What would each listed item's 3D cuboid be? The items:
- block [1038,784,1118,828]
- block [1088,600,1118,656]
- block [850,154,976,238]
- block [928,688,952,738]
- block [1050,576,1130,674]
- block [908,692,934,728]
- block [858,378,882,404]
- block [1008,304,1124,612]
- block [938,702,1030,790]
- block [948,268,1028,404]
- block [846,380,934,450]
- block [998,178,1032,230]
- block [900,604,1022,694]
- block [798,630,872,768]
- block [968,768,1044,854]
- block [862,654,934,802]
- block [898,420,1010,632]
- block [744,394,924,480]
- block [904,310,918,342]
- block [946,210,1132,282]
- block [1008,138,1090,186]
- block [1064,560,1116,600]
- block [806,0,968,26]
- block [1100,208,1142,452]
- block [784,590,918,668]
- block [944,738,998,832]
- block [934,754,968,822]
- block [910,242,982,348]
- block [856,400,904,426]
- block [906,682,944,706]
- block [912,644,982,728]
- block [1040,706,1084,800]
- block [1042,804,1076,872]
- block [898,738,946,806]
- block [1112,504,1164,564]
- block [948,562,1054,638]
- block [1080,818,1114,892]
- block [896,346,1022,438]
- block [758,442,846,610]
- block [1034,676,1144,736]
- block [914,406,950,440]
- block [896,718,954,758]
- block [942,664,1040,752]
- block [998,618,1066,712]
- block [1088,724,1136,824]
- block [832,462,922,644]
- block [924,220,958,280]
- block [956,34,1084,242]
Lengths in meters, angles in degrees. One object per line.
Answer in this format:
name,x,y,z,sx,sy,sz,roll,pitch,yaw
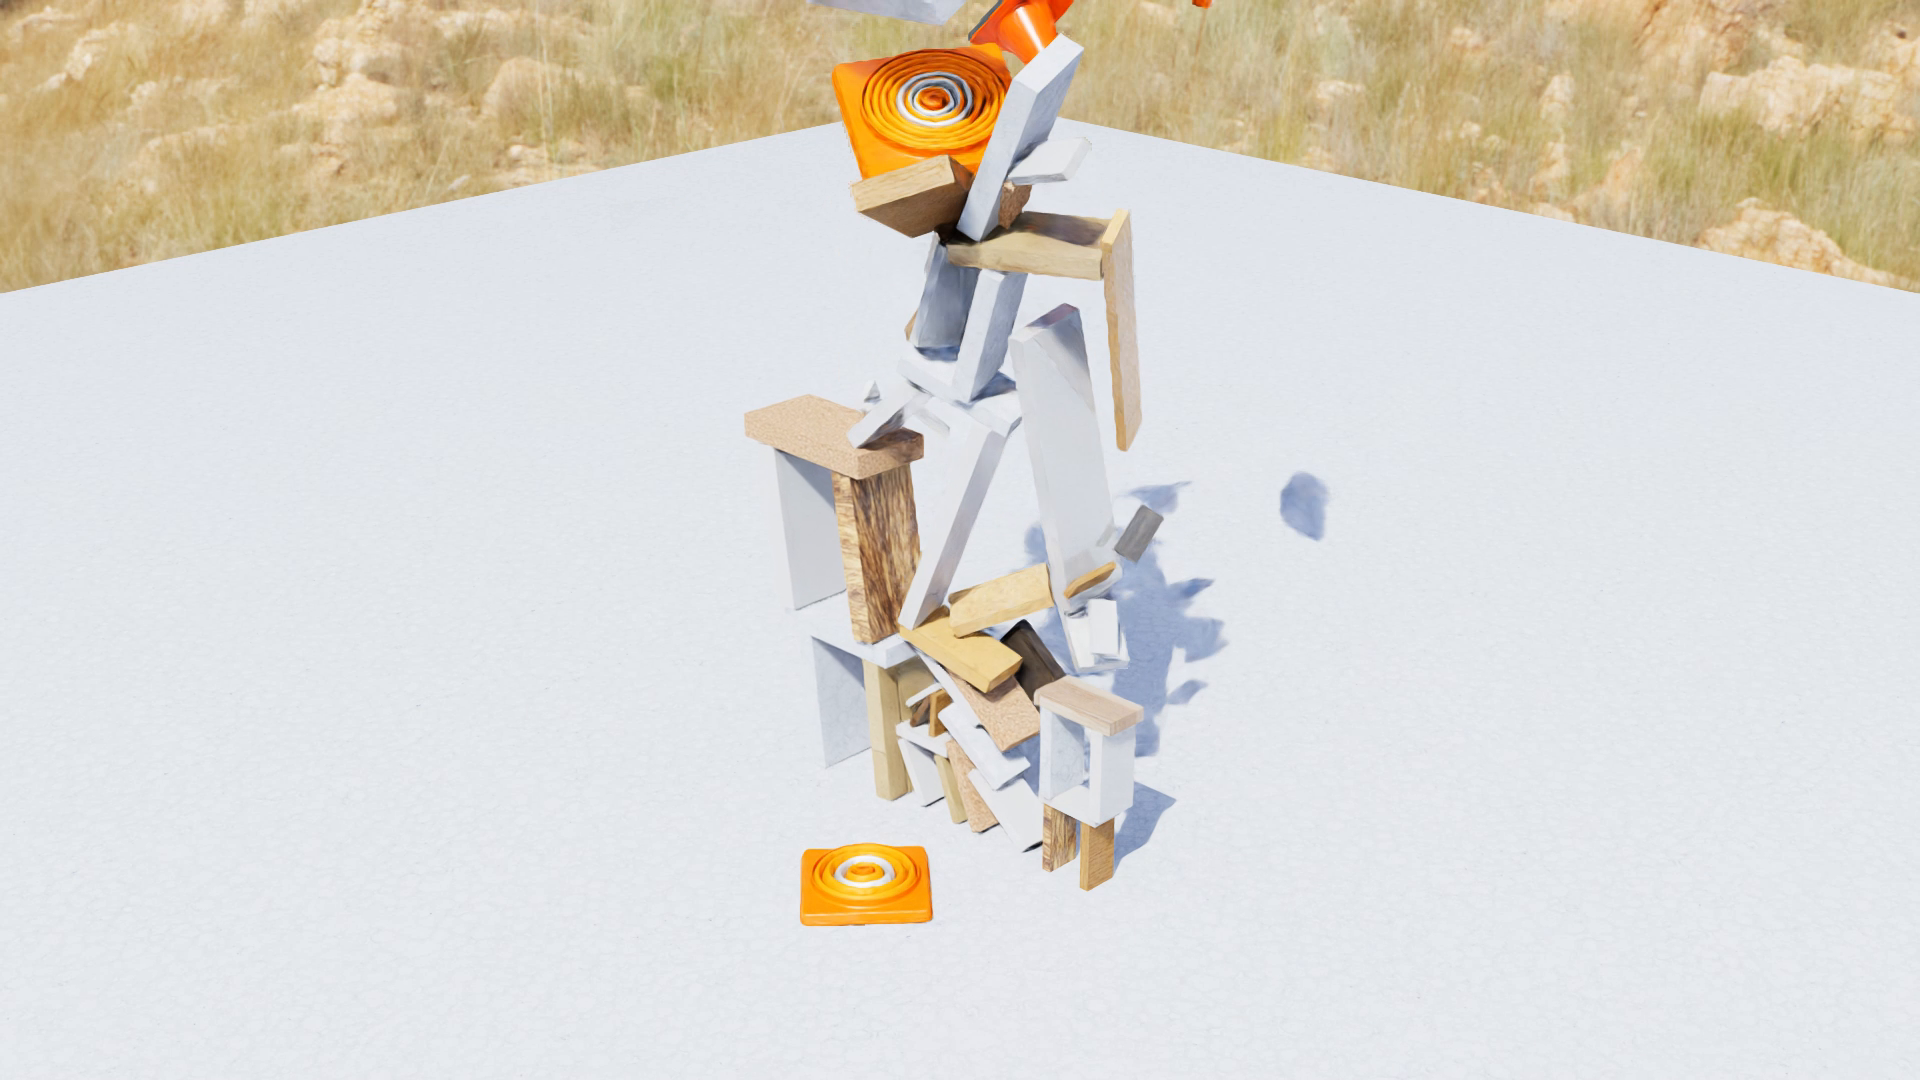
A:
block,0.227,0.499,4.185,0.073,0.021,0.146,-21,31,-41
block,0.273,0.167,4.195,0.052,0.104,0.015,4,-12,-21
block,-0.056,-0.594,3.825,0.169,0.048,0.437,-16,-1,10
block,-0.039,0.345,4.413,0.014,0.095,0.048,24,32,36
block,0.252,0.153,4.287,0.103,0.029,0.207,-8,66,-15
block,-0.065,0.339,4.438,0.048,0.095,0.014,-23,66,-43
block,-0.181,-0.276,4.500,0.015,0.106,0.053,17,61,21
block,0.202,-0.145,4.114,0.143,0.600,0.041,-33,39,-29
block,0.048,0.399,4.371,0.094,0.027,0.188,-28,75,-43
block,0.057,-0.394,3.942,0.041,0.286,0.143,28,45,12
block,-0.112,-0.258,4.199,0.121,0.034,0.243,-29,-5,-37
block,0.097,-0.597,3.769,0.020,0.144,0.072,33,73,8
block,0.001,0.209,4.344,0.223,0.032,0.112,33,40,23
block,-0.257,0.311,4.637,0.043,0.302,0.151,14,26,43
block,0.105,0.520,4.358,0.094,0.027,0.188,-22,69,-41
block,-0.116,0.366,4.508,0.043,0.302,0.151,13,26,43
block,-0.006,-0.043,4.213,0.034,0.515,0.122,33,40,14
block,-0.254,-0.210,4.404,0.174,0.049,0.347,-21,30,-40
block,-0.042,-0.442,4.382,0.099,0.028,0.355,-9,-2,-8
block,0.138,-0.515,3.813,0.286,0.041,0.143,10,39,24
block,0.146,-0.623,3.624,0.144,0.020,0.072,8,63,53
block,0.248,0.076,4.196,0.104,0.052,0.015,-25,71,-34
block,-0.108,-0.981,3.807,0.337,0.048,0.169,21,60,40
block,0.289,-0.357,3.903,0.020,0.665,0.072,20,66,17
block,-0.203,0.174,4.513,0.302,0.043,0.151,21,31,40
block,0.038,0.478,4.399,0.094,0.188,0.027,-22,8,-41
block,-0.001,0.489,4.428,0.072,0.143,0.020,-21,9,-41
block,-0.020,-0.449,4.041,0.099,0.199,0.028,-4,33,-37
block,-0.161,-0.254,4.449,0.053,0.015,0.106,15,-7,33
block,-0.064,0.307,4.431,0.048,0.014,0.095,-22,-8,-45
block,0.005,0.258,4.405,0.112,0.032,0.223,-28,76,-43
block,0.194,0.389,4.175,0.095,0.189,0.027,-21,31,-41
block,0.192,0.562,4.249,0.073,0.146,0.021,-21,31,-41
block,-0.074,0.463,4.495,0.072,0.143,0.020,-22,5,-41
block,0.344,-0.012,4.235,0.052,0.104,0.015,33,-8,-4
block,0.081,0.118,4.347,0.207,0.029,0.103,-19,36,11
block,0.261,0.589,4.185,0.021,0.146,0.073,21,31,41
block,0.016,-0.289,4.068,0.243,0.034,0.121,32,40,12
block,-0.313,-0.050,4.539,0.174,0.347,0.049,-21,23,-40
block,0.239,0.308,4.092,0.189,0.027,0.094,21,31,41
block,-0.067,-0.253,4.558,0.106,0.015,0.053,36,17,-21
block,-0.053,0.395,4.444,0.143,0.020,0.072,21,31,40
block,0.067,0.304,4.364,0.112,0.032,0.223,-21,70,-41
block,0.154,0.271,4.383,0.029,0.103,0.207,-23,72,-46
block,0.283,0.424,4.093,0.027,0.189,0.094,22,31,40
block,-0.158,0.012,4.391,0.049,0.347,0.174,9,23,40
block,-0.005,-0.538,4.074,0.099,0.028,0.199,-12,-15,-11
block,0.100,-0.677,3.724,0.048,0.338,0.169,33,48,8
